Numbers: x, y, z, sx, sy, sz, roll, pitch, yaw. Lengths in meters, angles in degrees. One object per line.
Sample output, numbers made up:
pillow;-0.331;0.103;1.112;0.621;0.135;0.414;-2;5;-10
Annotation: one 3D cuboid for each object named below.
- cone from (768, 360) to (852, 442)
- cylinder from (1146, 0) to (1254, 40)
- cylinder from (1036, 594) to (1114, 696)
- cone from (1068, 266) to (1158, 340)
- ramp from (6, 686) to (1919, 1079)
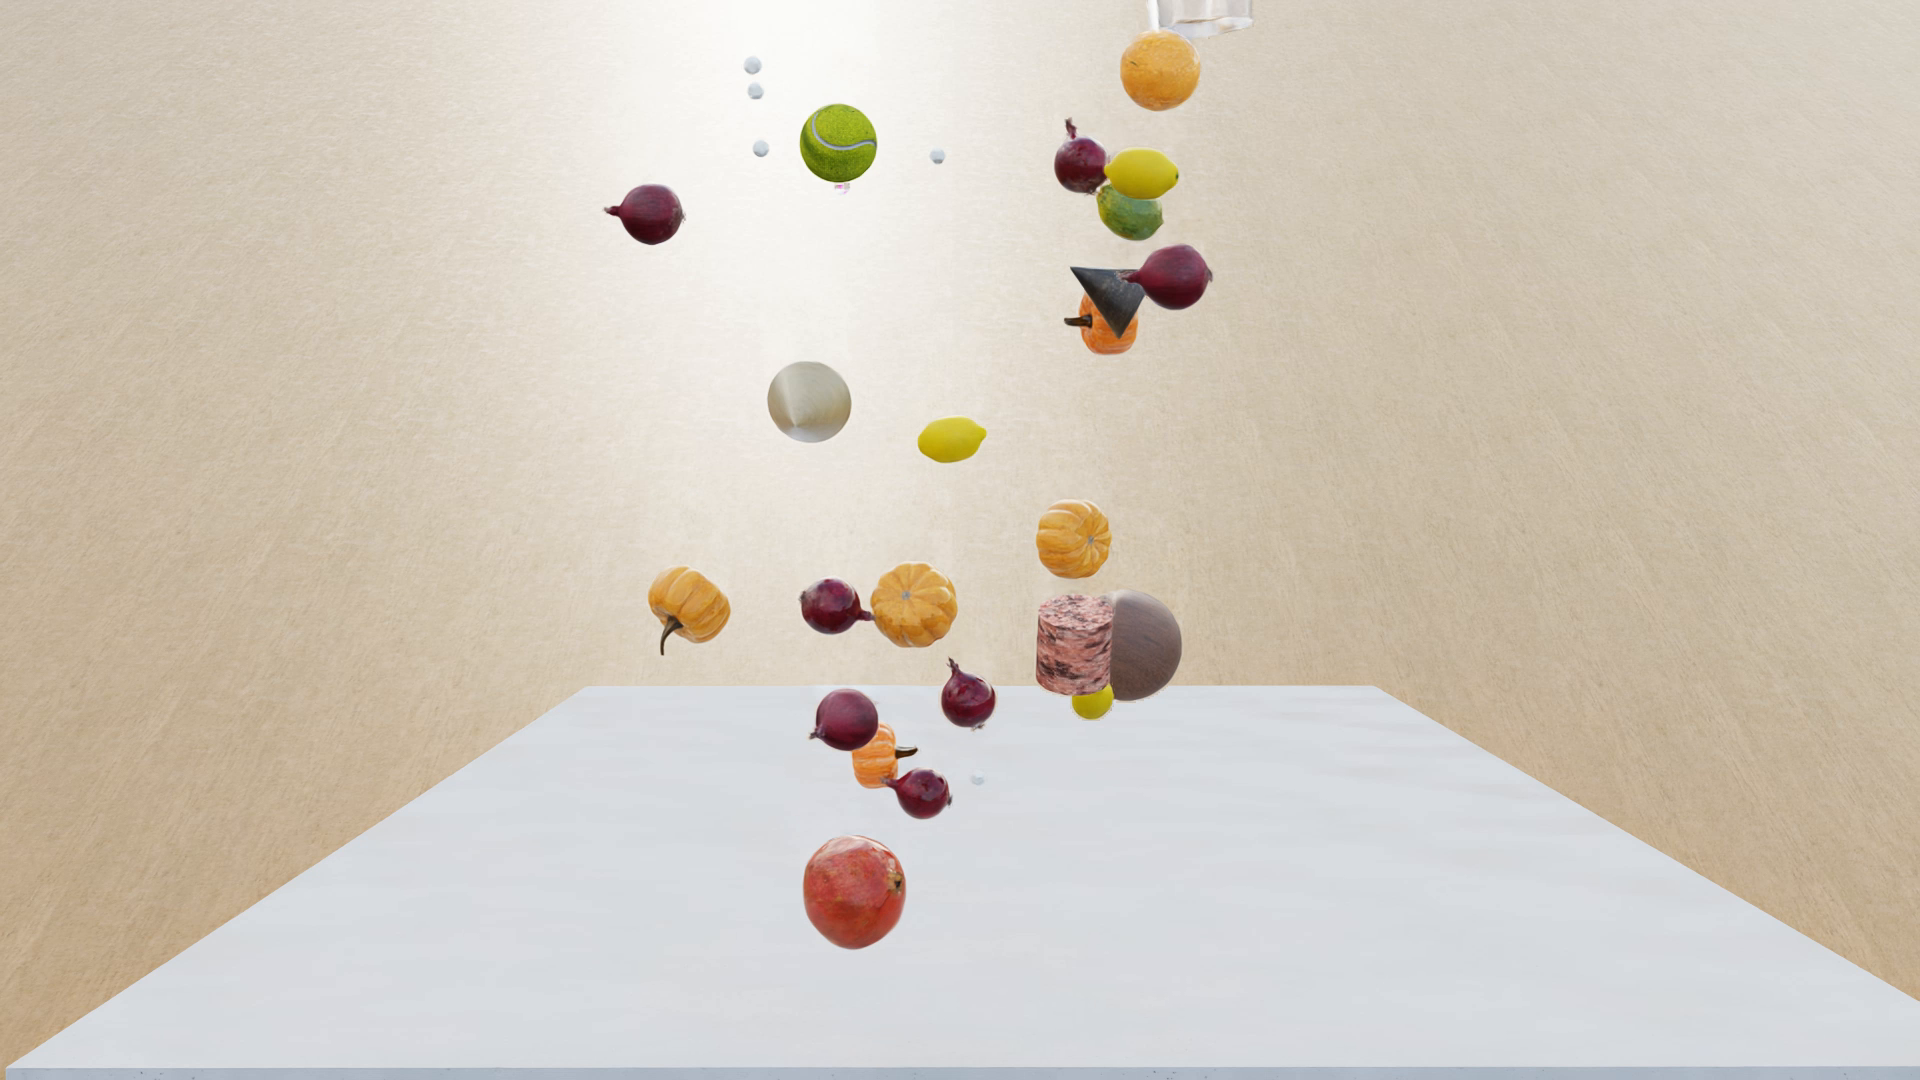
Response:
cone;-0.162;-0.130;2.652;0.090;0.090;0.090;3;19;6
cylinder;0.211;-0.503;2.297;0.093;0.093;0.093;-6;1;0
cylinder;0.109;0.100;2.455;0.071;0.071;0.071;1;26;-1
cone;0.146;-0.259;2.625;0.082;0.082;0.082;29;27;0
ramp;0.055;0.496;4.544;2.000;0.100;4.000;0;2;0
